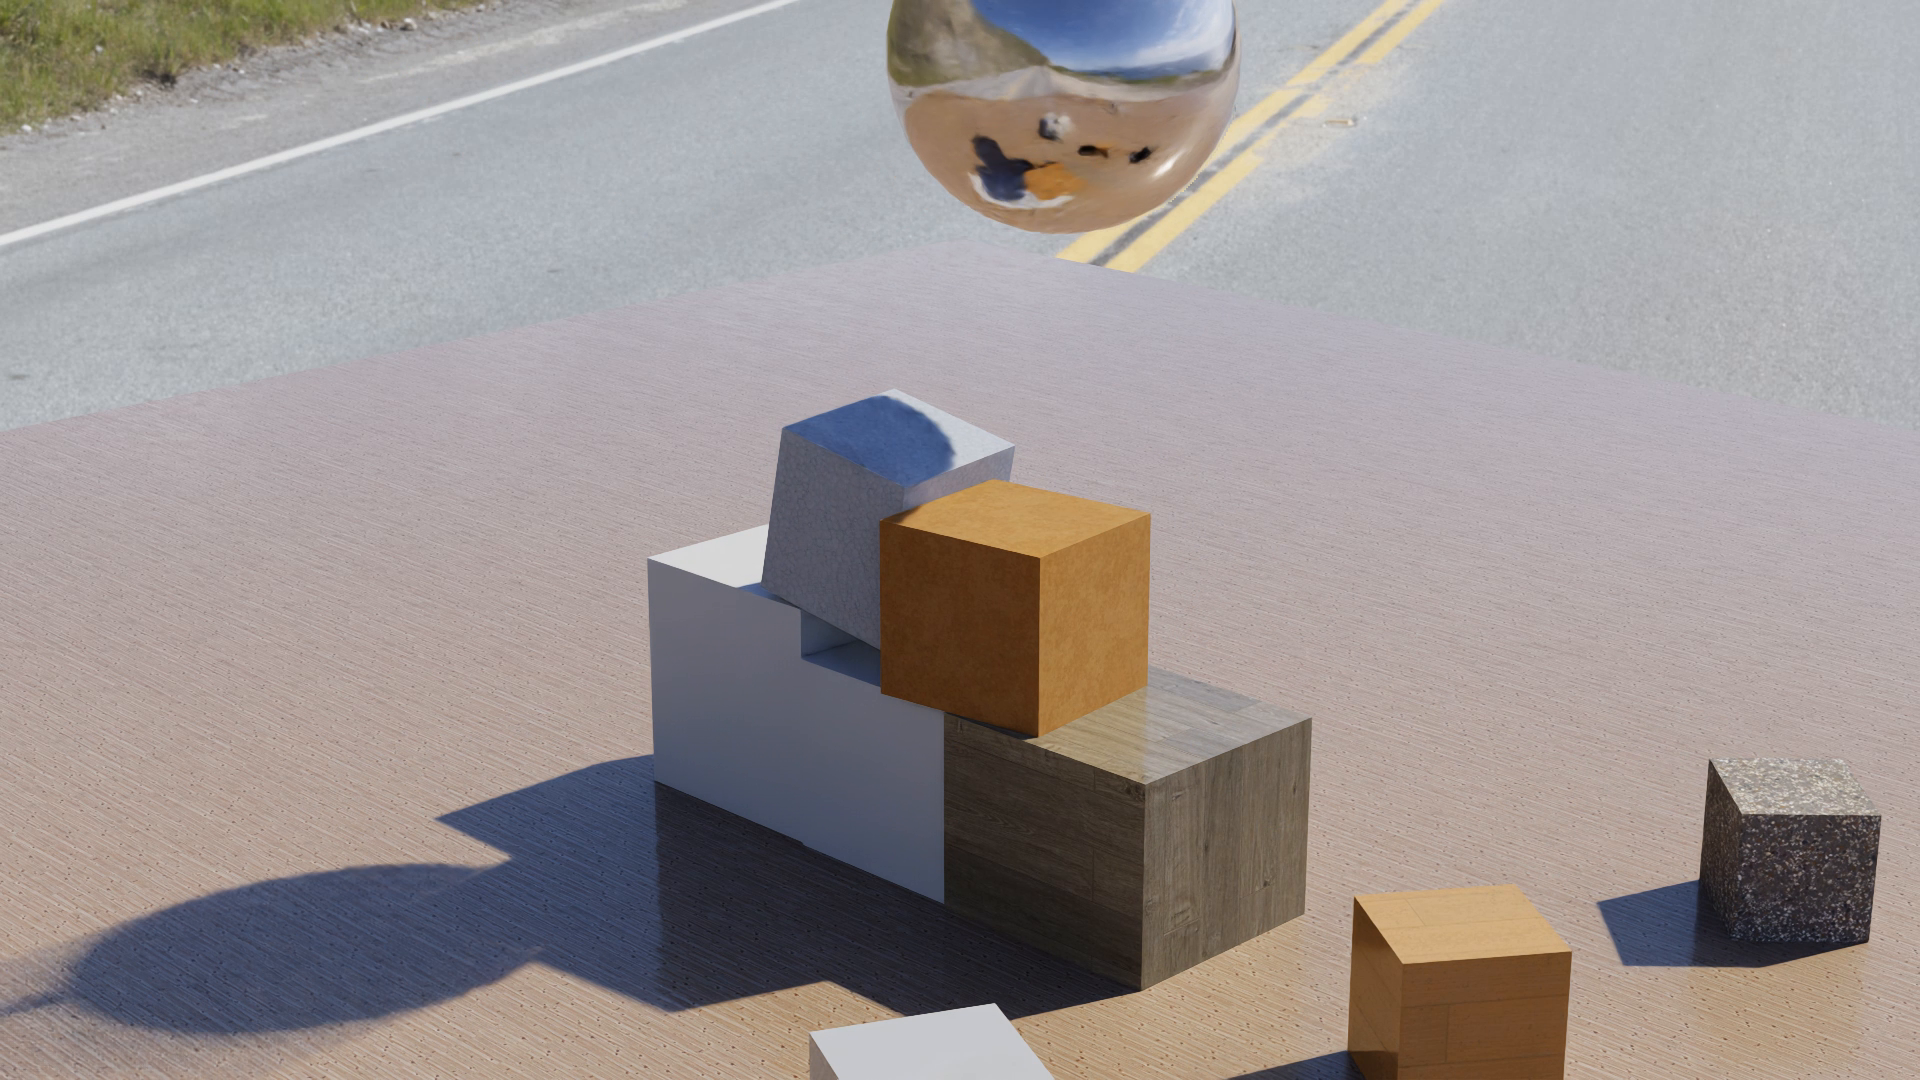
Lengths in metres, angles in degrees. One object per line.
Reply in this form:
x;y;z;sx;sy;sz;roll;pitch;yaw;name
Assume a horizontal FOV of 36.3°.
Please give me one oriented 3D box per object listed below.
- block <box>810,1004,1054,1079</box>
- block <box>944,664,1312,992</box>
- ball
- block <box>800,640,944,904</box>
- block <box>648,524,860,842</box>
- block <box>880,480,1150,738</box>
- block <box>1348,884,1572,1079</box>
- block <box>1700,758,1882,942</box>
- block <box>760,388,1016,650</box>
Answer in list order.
-0.082;2.164;10.172;0.692;0.771;0.739;-6;18;-18;block
0.732;1.209;12.937;1.175;0.936;1.095;17;24;42;block
0.463;-2.174;13.144;1.600;1.600;1.600;0;17;0;ball
-0.015;0.978;13.684;1.078;0.929;0.967;-17;24;-42;block
-0.765;0.648;14.350;1.107;1.160;1.018;17;24;42;block
0.245;0.282;12.980;0.873;0.807;0.819;13;22;36;block
1.941;1.807;11.467;0.667;0.677;0.628;-3;18;-9;block
3.669;1.367;13.000;0.596;0.597;0.655;0;17;1;block
-0.335;-0.110;13.532;0.733;0.818;0.797;26;30;31;block
